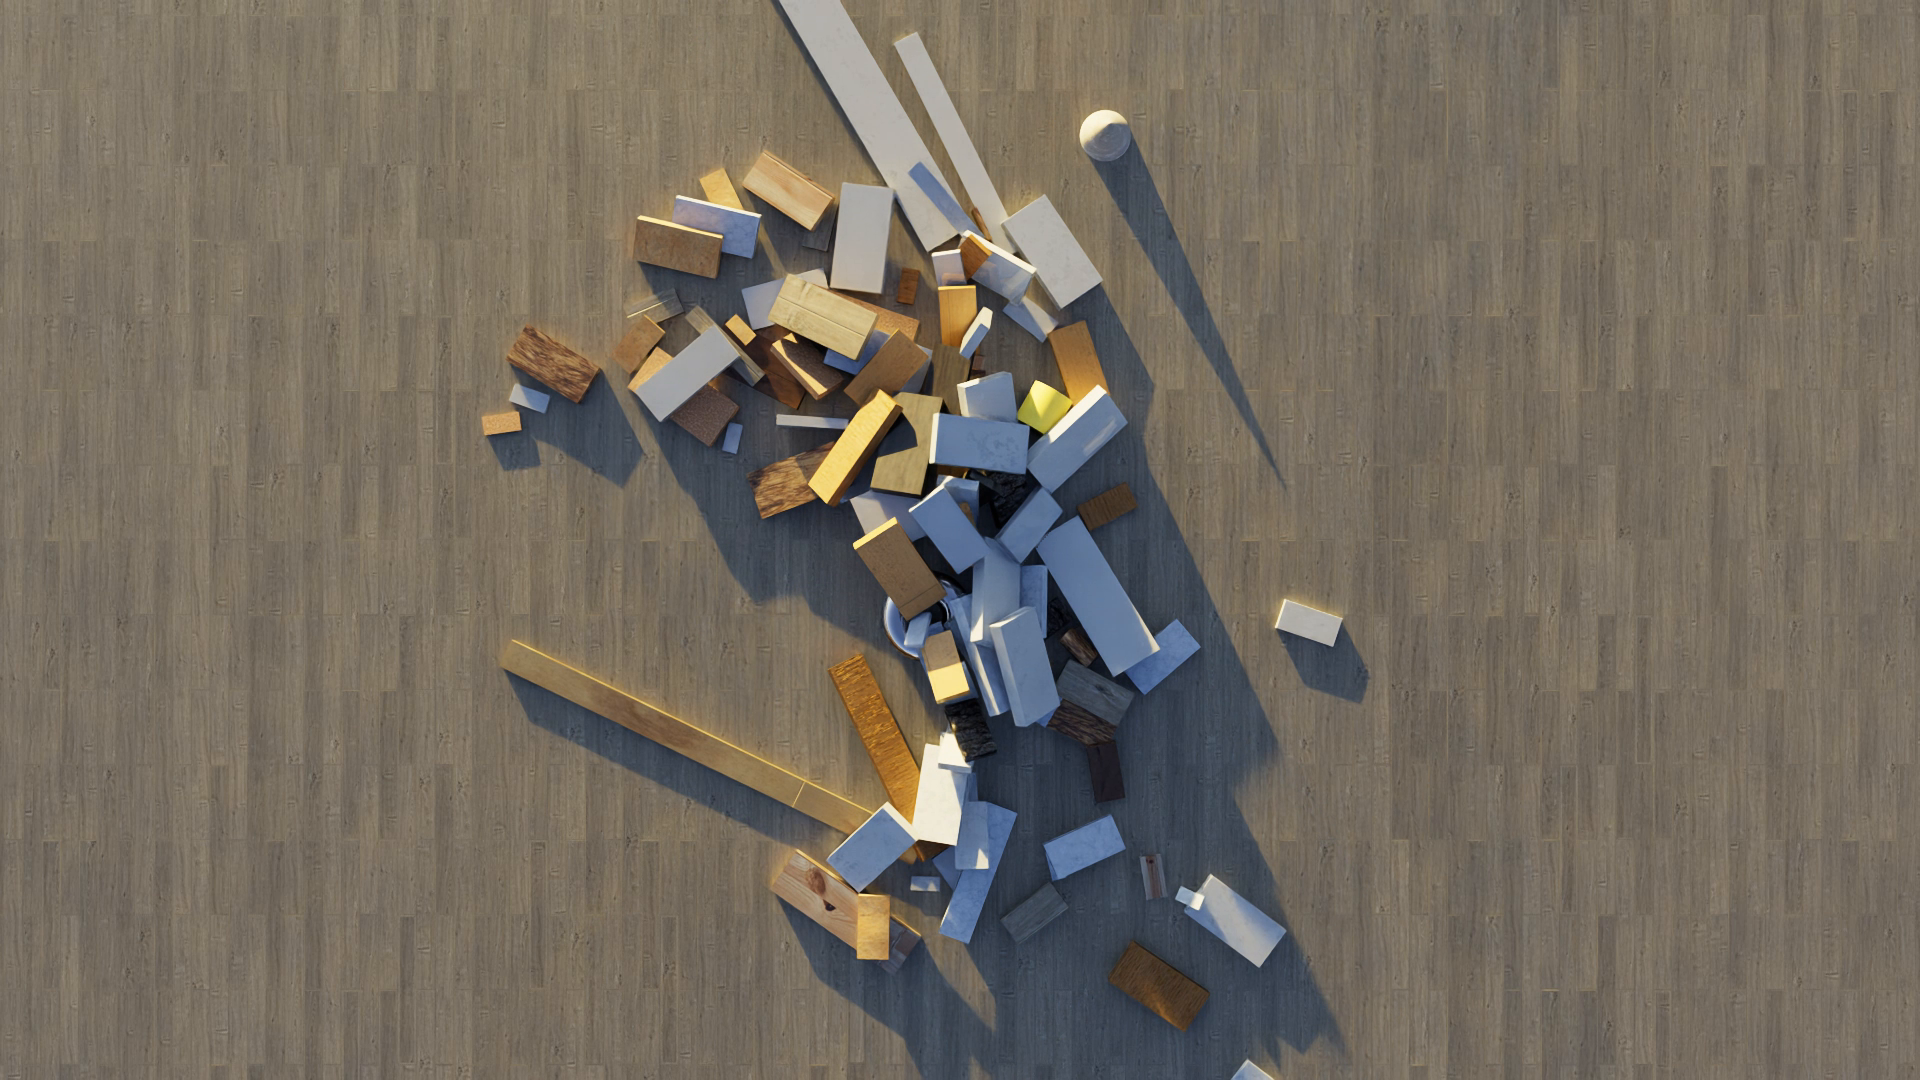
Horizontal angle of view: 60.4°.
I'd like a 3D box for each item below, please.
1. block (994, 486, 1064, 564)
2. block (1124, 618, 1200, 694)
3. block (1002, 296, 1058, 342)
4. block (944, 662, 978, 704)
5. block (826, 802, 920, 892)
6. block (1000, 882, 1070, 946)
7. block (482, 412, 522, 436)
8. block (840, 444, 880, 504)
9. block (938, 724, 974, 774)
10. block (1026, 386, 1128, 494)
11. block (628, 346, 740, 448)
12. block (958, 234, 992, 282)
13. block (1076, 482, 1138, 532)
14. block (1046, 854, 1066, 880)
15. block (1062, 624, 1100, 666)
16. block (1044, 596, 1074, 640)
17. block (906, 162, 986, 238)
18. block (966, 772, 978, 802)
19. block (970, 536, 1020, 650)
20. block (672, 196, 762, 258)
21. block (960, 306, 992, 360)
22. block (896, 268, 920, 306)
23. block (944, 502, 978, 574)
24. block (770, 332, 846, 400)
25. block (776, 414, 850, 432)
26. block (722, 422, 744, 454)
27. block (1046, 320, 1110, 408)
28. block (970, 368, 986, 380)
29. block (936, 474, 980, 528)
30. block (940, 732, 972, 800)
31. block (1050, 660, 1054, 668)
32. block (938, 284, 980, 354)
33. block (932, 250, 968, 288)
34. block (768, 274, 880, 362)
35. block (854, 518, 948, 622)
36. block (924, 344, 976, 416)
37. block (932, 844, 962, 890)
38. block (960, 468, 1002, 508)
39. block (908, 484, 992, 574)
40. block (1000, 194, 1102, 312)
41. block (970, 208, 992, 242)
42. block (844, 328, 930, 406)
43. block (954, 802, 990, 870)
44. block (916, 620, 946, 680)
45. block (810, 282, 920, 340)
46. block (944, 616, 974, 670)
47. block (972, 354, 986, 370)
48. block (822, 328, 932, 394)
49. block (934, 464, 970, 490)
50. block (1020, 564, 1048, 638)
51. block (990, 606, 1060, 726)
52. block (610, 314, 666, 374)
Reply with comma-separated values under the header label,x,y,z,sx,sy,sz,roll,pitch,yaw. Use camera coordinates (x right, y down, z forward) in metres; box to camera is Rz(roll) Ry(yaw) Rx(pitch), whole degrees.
label,x,y,z,sx,sy,sz,roll,pitch,yaw
block,0.227,-0.051,5.422,0.239,0.034,0.119,-50,116,-19
block,0.665,0.388,5.483,0.247,0.035,0.123,-41,90,0
block,0.234,-0.742,5.488,0.171,0.024,0.086,38,90,0
block,-0.014,0.475,5.396,0.112,0.223,0.032,-20,59,0
block,-0.285,1.010,5.412,0.154,0.044,0.308,45,116,0
block,0.247,1.236,5.465,0.208,0.029,0.104,-37,90,0
block,-1.524,-0.388,5.491,0.123,0.017,0.062,-8,90,0
block,-0.294,-0.243,5.456,0.280,0.040,0.140,-24,90,10
block,0.004,0.662,5.402,0.110,0.221,0.031,7,134,9
block,0.374,-0.327,5.419,0.354,0.177,0.050,-43,46,0
block,-0.916,-0.475,5.476,0.334,0.047,0.167,36,90,0
block,0.016,-0.913,5.425,0.092,0.026,0.184,42,131,-5
block,0.490,-0.111,5.487,0.185,0.026,0.092,-27,90,0
block,0.319,1.083,5.493,0.048,0.014,0.095,-14,90,0
block,0.464,0.303,5.483,0.246,0.035,0.123,-43,90,0
block,0.277,0.281,5.487,0.185,0.026,0.092,-37,90,0
block,-0.045,-1.102,5.428,0.058,0.016,0.327,-41,99,2
block,0.007,0.884,5.459,0.108,0.031,0.217,-7,80,8
block,0.118,0.178,5.363,0.049,0.173,0.346,-15,65,42
block,-0.809,-1.035,5.454,0.282,0.040,0.141,13,113,0
block,0.053,-0.668,5.302,0.034,0.241,0.121,33,109,-9
block,-0.172,-0.845,5.492,0.058,0.016,0.116,10,90,0
block,-0.003,-0.005,5.388,0.133,0.266,0.038,-20,48,0
block,-0.501,-0.576,5.416,0.117,0.033,0.235,-36,77,-34
block,-0.481,-0.386,5.441,0.235,0.117,0.033,4,90,0
block,-0.756,-0.340,5.493,0.049,0.014,0.097,13,90,0
block,0.393,-0.582,5.469,0.131,0.037,0.263,-19,94,-3
block,-0.003,-0.440,5.434,0.132,0.037,0.264,10,102,-1
block,-0.007,-0.110,5.371,0.133,0.266,0.038,10,57,7
block,-0.017,0.747,5.453,0.108,0.031,0.217,4,81,10
block,0.206,0.441,5.486,0.197,0.028,0.099,6,90,0
block,-0.002,-0.714,5.432,0.121,0.034,0.241,-3,113,1
block,-0.028,-0.861,5.433,0.092,0.026,0.185,-6,121,11
block,-0.443,-0.722,5.356,0.329,0.047,0.164,26,91,10
block,-0.190,0.096,5.304,0.158,0.045,0.316,-32,116,4
block,-0.043,-0.497,5.366,0.132,0.037,0.264,12,91,12
block,-0.001,1.112,5.486,0.095,0.027,0.191,-35,90,0
block,0.020,-0.147,5.377,0.119,0.242,0.034,29,56,-20
block,-0.031,-0.033,5.271,0.133,0.038,0.266,-35,109,5
block,0.304,-0.950,5.461,0.172,0.049,0.344,-35,91,-8
block,0.071,-1.043,5.470,0.016,0.058,0.116,-26,90,-5
block,-0.240,-0.544,5.373,0.135,0.038,0.269,41,97,-12
block,0.038,0.968,5.409,0.108,0.031,0.217,-3,80,8
block,-0.073,0.384,5.403,0.112,0.032,0.223,-22,113,3
block,-0.347,-0.709,5.449,0.393,0.047,0.164,18,90,-8
block,0.050,0.334,5.409,0.112,0.032,0.223,-38,104,-26
block,0.007,-0.497,5.459,0.121,0.034,0.241,8,102,0
block,-0.268,-0.600,5.417,0.329,0.047,0.164,20,90,-8
block,-0.001,-0.280,5.430,0.132,0.037,0.264,8,102,0
block,0.227,0.205,5.439,0.119,0.034,0.239,-3,81,32
block,0.211,0.408,5.336,0.173,0.049,0.346,-27,107,-42
block,-1.070,-0.649,5.470,0.090,0.026,0.180,41,95,-11
